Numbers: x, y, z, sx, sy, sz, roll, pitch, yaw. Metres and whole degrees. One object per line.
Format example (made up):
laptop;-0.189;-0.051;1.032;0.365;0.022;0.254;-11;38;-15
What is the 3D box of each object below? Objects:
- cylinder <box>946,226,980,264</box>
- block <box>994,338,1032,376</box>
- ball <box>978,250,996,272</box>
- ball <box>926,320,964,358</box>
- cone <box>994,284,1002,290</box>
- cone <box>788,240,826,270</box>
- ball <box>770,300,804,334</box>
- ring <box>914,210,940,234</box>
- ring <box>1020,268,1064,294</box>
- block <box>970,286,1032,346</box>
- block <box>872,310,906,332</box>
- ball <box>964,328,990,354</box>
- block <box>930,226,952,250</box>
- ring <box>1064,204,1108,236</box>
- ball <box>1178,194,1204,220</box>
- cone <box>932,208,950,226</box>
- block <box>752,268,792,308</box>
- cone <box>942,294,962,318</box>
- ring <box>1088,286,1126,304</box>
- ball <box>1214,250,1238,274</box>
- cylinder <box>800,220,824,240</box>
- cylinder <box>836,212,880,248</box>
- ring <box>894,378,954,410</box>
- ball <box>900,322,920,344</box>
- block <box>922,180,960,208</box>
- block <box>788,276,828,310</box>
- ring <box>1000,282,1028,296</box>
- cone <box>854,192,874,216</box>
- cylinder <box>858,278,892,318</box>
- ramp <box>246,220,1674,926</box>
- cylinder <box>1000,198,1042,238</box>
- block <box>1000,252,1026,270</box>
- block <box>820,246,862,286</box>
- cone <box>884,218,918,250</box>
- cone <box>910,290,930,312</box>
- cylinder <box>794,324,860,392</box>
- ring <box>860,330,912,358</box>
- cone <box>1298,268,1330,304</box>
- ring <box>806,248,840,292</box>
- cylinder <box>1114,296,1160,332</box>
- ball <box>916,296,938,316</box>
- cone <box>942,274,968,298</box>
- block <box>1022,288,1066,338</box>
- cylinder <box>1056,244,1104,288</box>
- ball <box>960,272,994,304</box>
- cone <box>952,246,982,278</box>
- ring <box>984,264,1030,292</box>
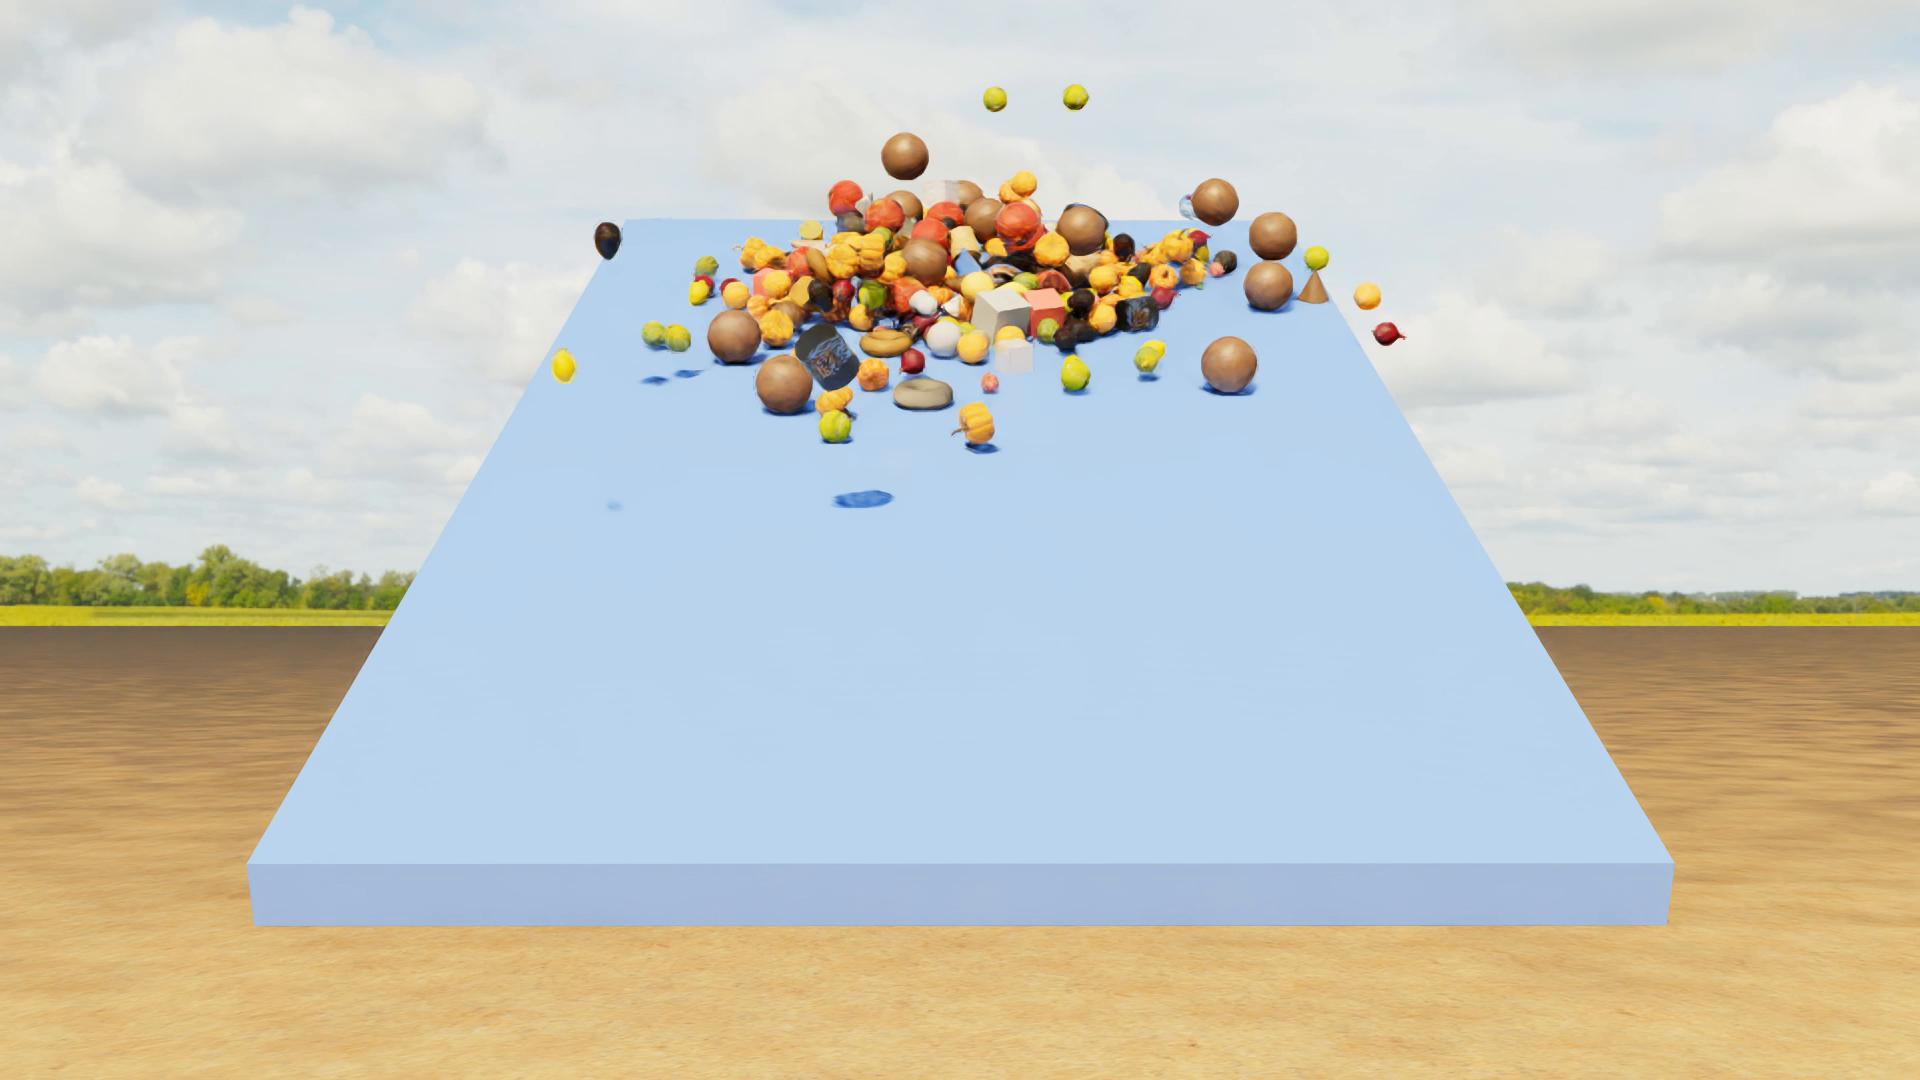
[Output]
cylinder;0.009;-0.801;6.211;0.079;0.079;0.079;-12;-23;-5
block;0.127;-0.436;5.426;0.066;0.066;0.066;-11;23;-26
ball;0.062;-0.759;6.262;0.073;0.073;0.073;0;-2;0
ball;-0.036;-0.486;5.525;0.090;0.090;0.090;0;-2;0
cone;0.087;-0.632;5.842;0.064;0.064;0.064;41;3;-3
cone;-0.435;-0.807;6.303;0.092;0.092;0.092;26;-12;-22
ball;-0.433;-0.559;5.719;0.086;0.086;0.086;0;-2;0
ring;-0.095;-0.938;6.743;0.080;0.080;0.027;-1;-21;18
ring;0.205;-0.688;6.097;0.149;0.050;0.149;4;26;-2
block;0.101;-0.554;5.656;0.100;0.100;0.100;-13;41;-31
block;-0.175;-0.532;5.682;0.061;0.061;0.061;9;26;23
ball;0.043;-0.483;5.556;0.062;0.062;0.062;0;-2;0
block;-0.053;-0.872;6.579;0.058;0.058;0.058;-6;22;-15
ring;0.361;-0.918;6.531;0.139;0.046;0.139;19;29;-11
ball;0.645;-0.932;6.377;0.070;0.070;0.070;0;-2;0
cone;-0.050;-0.967;6.871;0.062;0.062;0.062;-2;-5;44
block;-0.493;-0.663;6.000;0.080;0.080;0.080;8;22;19
cone;-0.011;-0.596;5.722;0.055;0.055;0.055;31;9;-5
ring;0.390;-0.649;6.032;0.102;0.034;0.102;1;21;0
ball;0.734;-0.769;6.299;0.068;0.068;0.068;0;-2;0
cylinder;-0.413;-0.850;6.366;0.064;0.064;0.064;0;-25;3
cylinder;-0.296;-0.899;6.588;0.096;0.096;0.096;-12;2;-20
ring;-0.083;-0.331;5.180;0.139;0.046;0.139;1;20;0
ball;-0.124;-0.511;5.642;0.052;0.052;0.052;0;-2;0
block;-0.055;-0.991;6.543;0.076;0.076;0.076;4;9;32
block;-0.385;-0.626;5.796;0.060;0.060;0.060;-5;-36;-50
ring;0.122;-0.591;5.752;0.127;0.127;0.042;2;30;-42
cone;-0.261;-0.975;6.542;0.064;0.064;0.064;1;-43;-36
cylinder;-0.221;-0.624;5.891;0.087;0.087;0.087;0;21;0
ramp;-0.006;-0.214;5.079;2.000;0.100;4.000;0;21;0
cylinder;0.177;-0.936;6.613;0.088;0.088;0.088;-2;30;46
block;0.144;-0.757;6.283;0.051;0.051;0.051;16;25;22
block;-0.327;-0.751;6.226;0.083;0.083;0.083;14;25;31
cone;-0.186;-0.866;6.532;0.095;0.095;0.095;-14;-10;39
cone;-0.086;-0.579;5.640;0.060;0.060;0.060;1;25;-29
cylinder;-0.252;-0.347;4.334;0.092;0.092;0.092;-1;-37;34
ring;-0.181;-0.479;5.572;0.130;0.043;0.130;0;21;0
cone;0.940;-0.679;6.040;0.086;0.086;0.086;0;21;0
ring;-0.348;-0.685;5.800;0.043;0.128;0.128;-33;-4;3
cylinder;0.446;-0.571;5.759;0.083;0.083;0.083;-11;3;-27
ball;-0.080;-0.572;5.581;0.053;0.053;0.053;0;-2;0
cone;-0.013;-0.662;5.902;0.072;0.072;0.072;10;-2;1
block;0.206;-0.567;5.710;0.086;0.086;0.086;-8;39;-18
cylinder;0.324;-0.738;6.148;0.089;0.089;0.089;-35;8;-16
ball;0.045;-0.634;5.742;0.085;0.085;0.085;0;-2;0
cone;0.014;-0.761;6.160;0.078;0.078;0.078;-5;40;5
ring;0.108;-0.648;5.881;0.143;0.143;0.048;0;37;-4
